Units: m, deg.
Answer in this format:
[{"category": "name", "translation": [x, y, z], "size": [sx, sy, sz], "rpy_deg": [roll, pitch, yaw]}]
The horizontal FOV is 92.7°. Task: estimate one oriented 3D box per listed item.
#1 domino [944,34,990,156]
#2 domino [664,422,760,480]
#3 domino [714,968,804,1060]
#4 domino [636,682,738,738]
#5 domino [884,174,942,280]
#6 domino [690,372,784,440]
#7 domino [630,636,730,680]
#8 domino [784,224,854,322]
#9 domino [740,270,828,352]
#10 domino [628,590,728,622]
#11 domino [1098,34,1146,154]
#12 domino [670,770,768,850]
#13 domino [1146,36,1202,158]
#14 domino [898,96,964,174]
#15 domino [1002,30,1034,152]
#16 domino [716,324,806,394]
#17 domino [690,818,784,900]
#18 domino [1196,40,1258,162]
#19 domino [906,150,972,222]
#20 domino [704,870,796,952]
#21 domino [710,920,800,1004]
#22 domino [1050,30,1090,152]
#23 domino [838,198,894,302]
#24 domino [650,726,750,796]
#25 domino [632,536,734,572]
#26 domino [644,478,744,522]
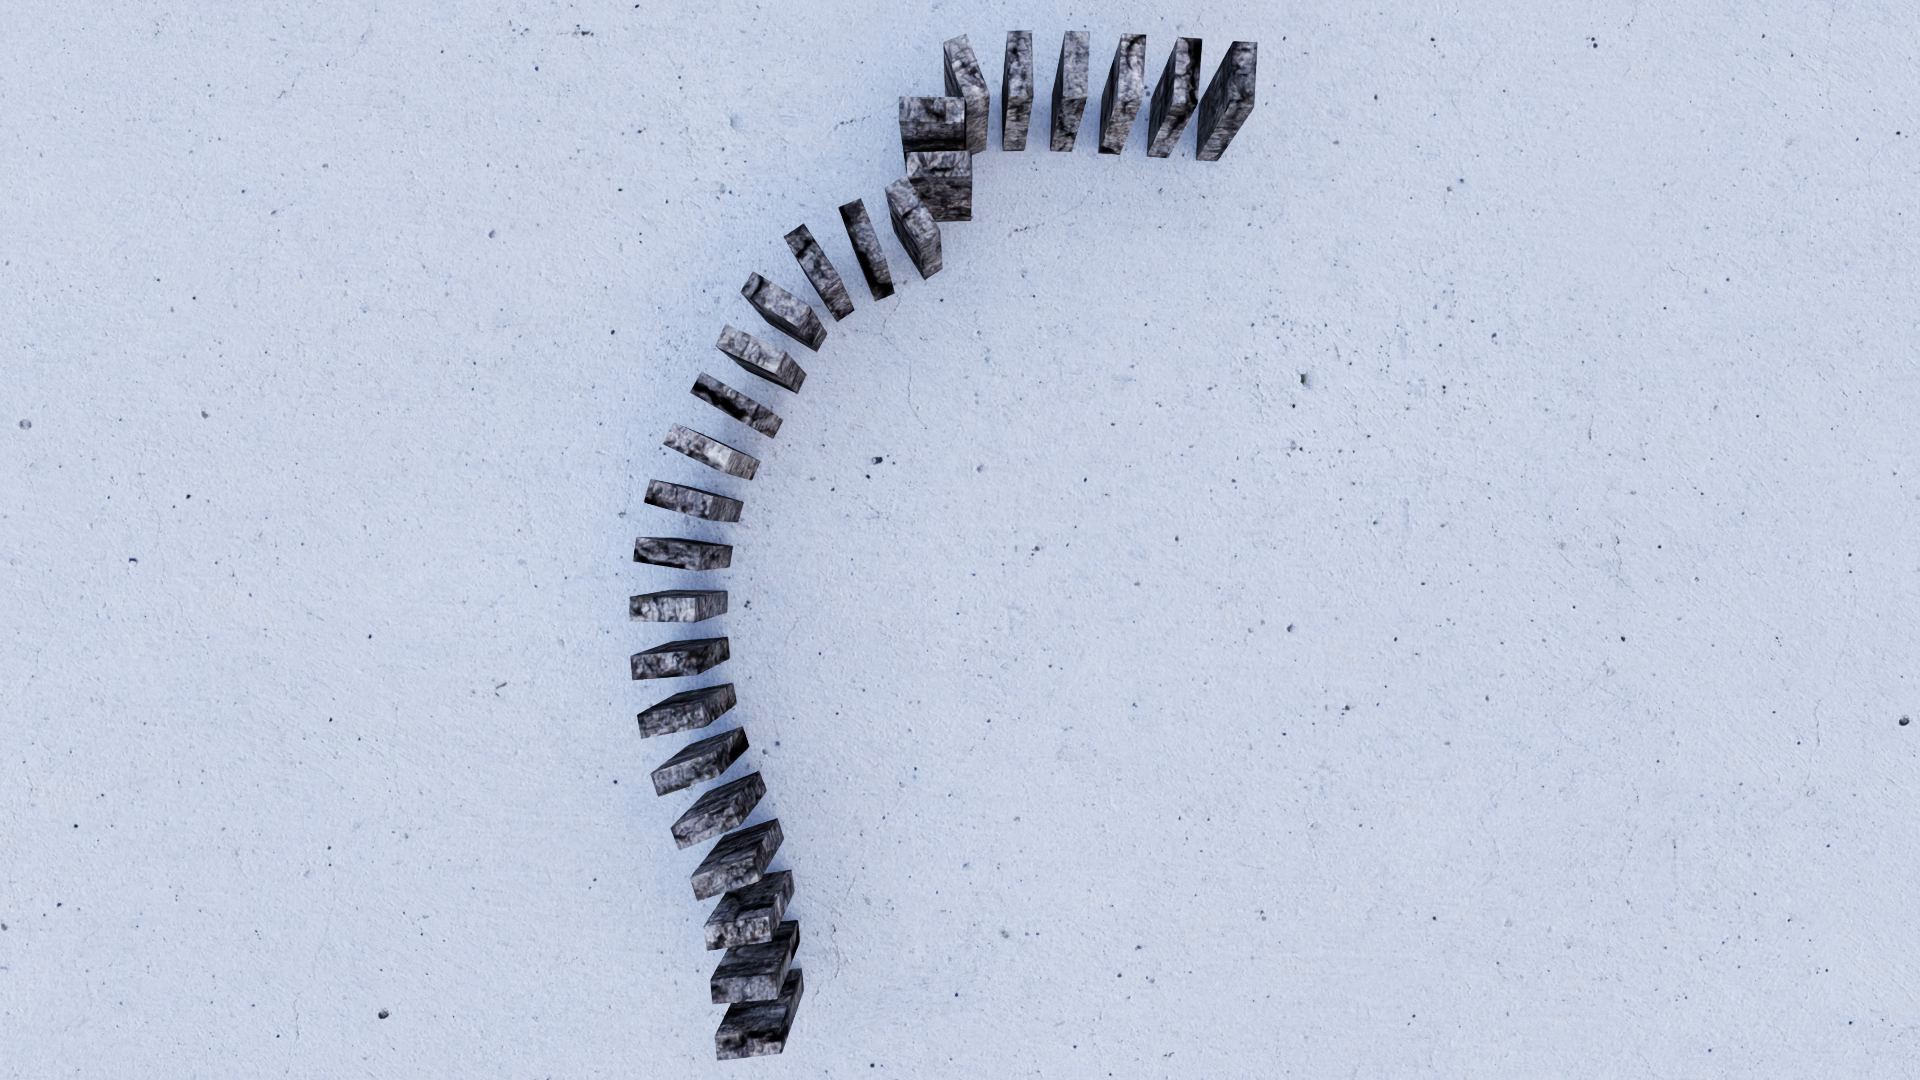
[{"category": "domino", "translation": [0.003, -0.180, 0.375], "size": [0.010, 0.050, 0.025], "rpy_deg": [-21, 90, 0]}, {"category": "domino", "translation": [-0.100, -0.035, 0.375], "size": [0.025, 0.050, 0.009], "rpy_deg": [25, 90, 0]}, {"category": "domino", "translation": [-0.081, 0.193, 0.375], "size": [0.025, 0.050, 0.010], "rpy_deg": [-6, 90, 0]}, {"category": "domino", "translation": [-0.110, 0.069, 0.375], "size": [0.025, 0.050, 0.009], "rpy_deg": [-11, 90, 0]}, {"category": "domino", "translation": [-0.018, -0.126, 0.375], "size": [0.009, 0.050, 0.025], "rpy_deg": [-32, 90, 0]}, {"category": "domino", "translation": [-0.090, -0.054, 0.375], "size": [0.025, 0.050, 0.010], "rpy_deg": [30, 90, 0]}, {"category": "domino", "translation": [-0.113, 0.048, 0.375], "size": [0.025, 0.050, 0.010], "rpy_deg": [-5, 90, 0]}, {"category": "domino", "translation": [-0.057, -0.108, 0.375], "size": [0.009, 0.050, 0.025], "rpy_deg": [-34, 90, 0]}, {"category": "domino", "translation": [-0.071, -0.092, 0.375], "size": [0.025, 0.050, 0.009], "rpy_deg": [31, 90, 0]}, {"category": "domino", "translation": [-0.114, 0.027, 0.375], "size": [0.025, 0.050, 0.009], "rpy_deg": [1, 90, 0]}, {"category": "domino", "translation": [0.066, -0.181, 0.375], "size": [0.010, 0.050, 0.025], "rpy_deg": [4, 90, 0]}, {"category": "domino", "translation": [-0.097, 0.110, 0.375], "size": [0.025, 0.050, 0.009], "rpy_deg": [-22, 90, 0]}, {"category": "domino", "translation": [0.087, -0.179, 0.375], "size": [0.009, 0.050, 0.025], "rpy_deg": [4, 90, 0]}, {"category": "domino", "translation": [-0.011, -0.165, 0.375], "size": [0.025, 0.050, 0.009], "rpy_deg": [1, 90, 0]}, {"category": "domino", "translation": [0.023, -0.182, 0.375], "size": [0.009, 0.050, 0.025], "rpy_deg": [-1, 90, 0]}, {"category": "domino", "translation": [-0.080, -0.073, 0.375], "size": [0.025, 0.050, 0.009], "rpy_deg": [25, 90, 0]}, {"category": "domino", "translation": [-0.090, 0.130, 0.375], "size": [0.025, 0.050, 0.009], "rpy_deg": [-18, 90, 0]}, {"category": "domino", "translation": [0.108, -0.178, 0.375], "size": [0.010, 0.050, 0.025], "rpy_deg": [3, 90, 0]}, {"category": "domino", "translation": [-0.008, -0.144, 0.375], "size": [0.025, 0.050, 0.010], "rpy_deg": [-2, 90, 0]}, {"category": "domino", "translation": [-0.085, 0.150, 0.375], "size": [0.025, 0.050, 0.010], "rpy_deg": [-9, 90, 0]}, {"category": "domino", "translation": [-0.083, 0.172, 0.375], "size": [0.025, 0.050, 0.010], "rpy_deg": [-5, 90, 0]}, {"category": "domino", "translation": [0.044, -0.182, 0.375], "size": [0.010, 0.050, 0.025], "rpy_deg": [2, 90, 0]}, {"category": "domino", "translation": [-0.037, -0.117, 0.375], "size": [0.009, 0.050, 0.025], "rpy_deg": [-22, 90, 0]}, {"category": "domino", "translation": [-0.105, 0.090, 0.375], "size": [0.025, 0.050, 0.010], "rpy_deg": [-19, 90, 0]}, {"category": "domino", "translation": [-0.112, 0.005, 0.375], "size": [0.025, 0.050, 0.009], "rpy_deg": [9, 90, 0]}, {"category": "domino", "translation": [-0.108, -0.015, 0.375], "size": [0.025, 0.050, 0.009], "rpy_deg": [16, 90, 0]}]
